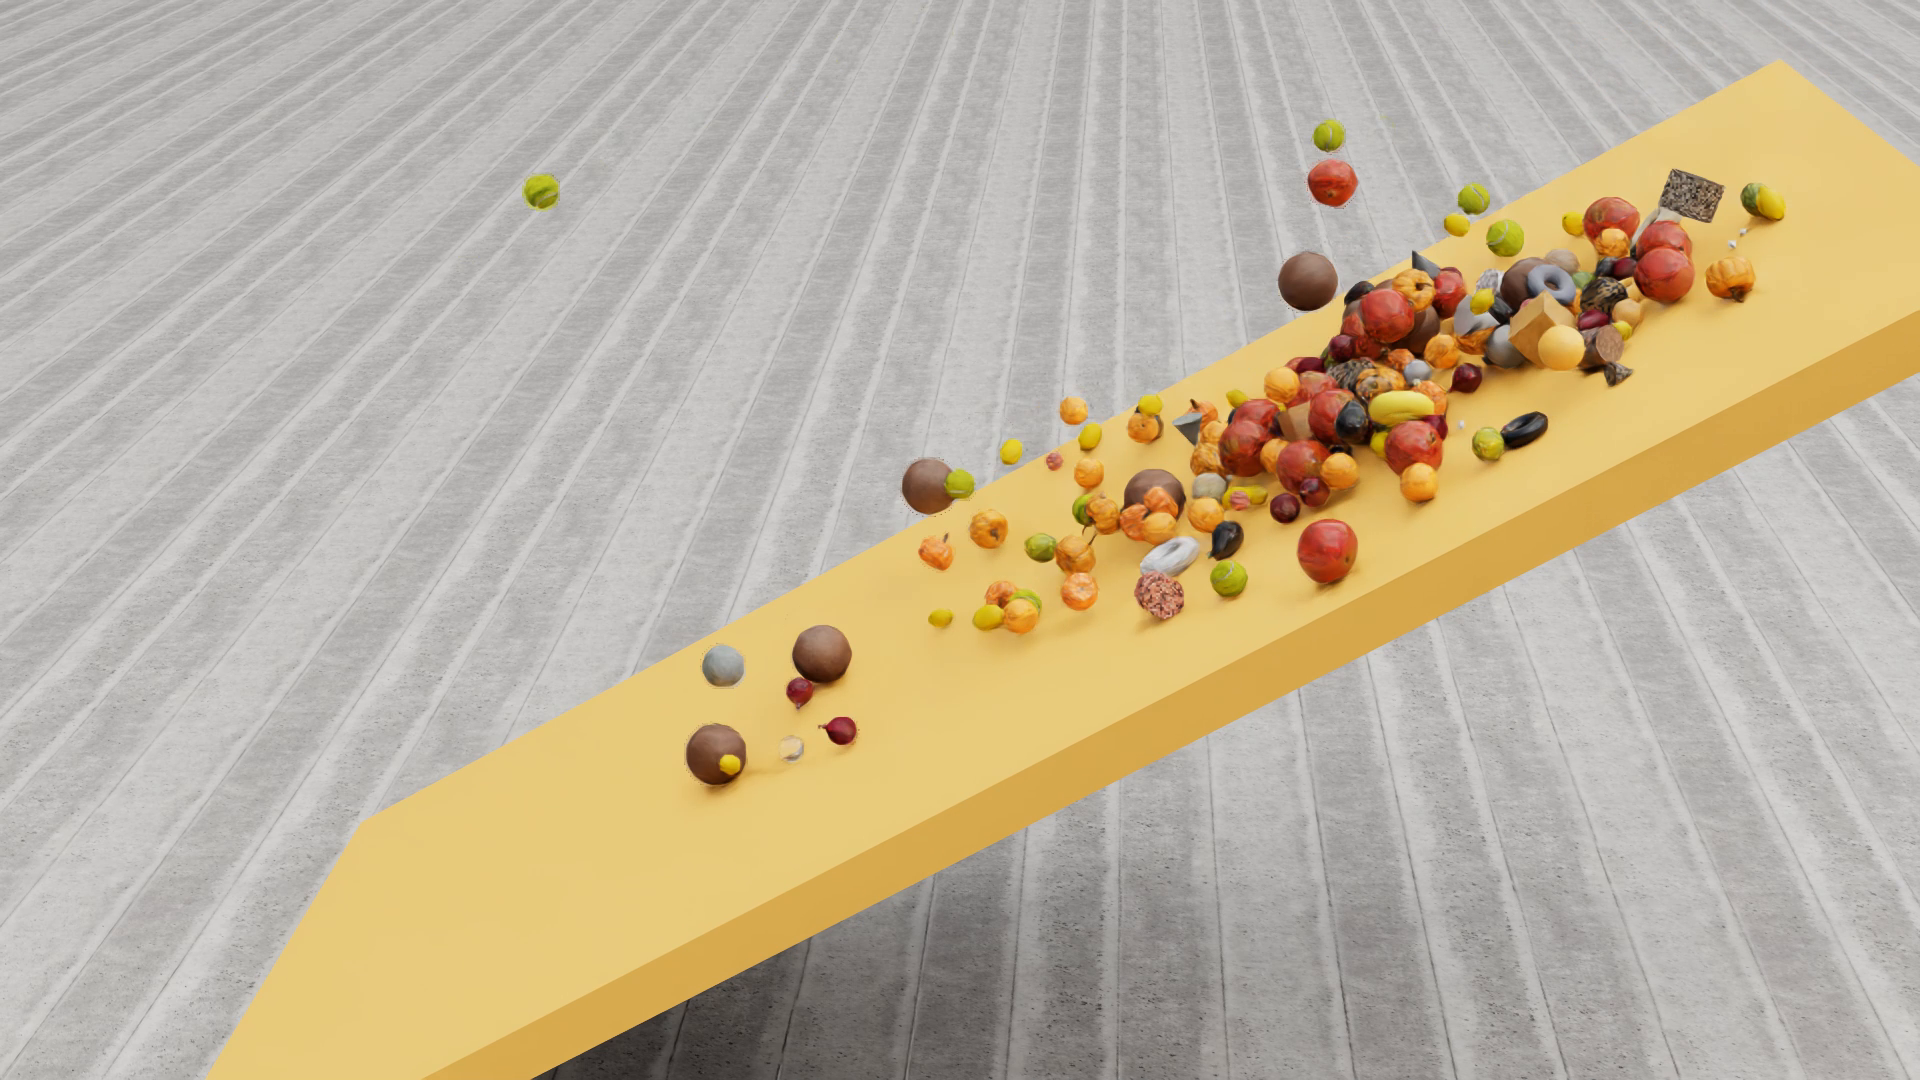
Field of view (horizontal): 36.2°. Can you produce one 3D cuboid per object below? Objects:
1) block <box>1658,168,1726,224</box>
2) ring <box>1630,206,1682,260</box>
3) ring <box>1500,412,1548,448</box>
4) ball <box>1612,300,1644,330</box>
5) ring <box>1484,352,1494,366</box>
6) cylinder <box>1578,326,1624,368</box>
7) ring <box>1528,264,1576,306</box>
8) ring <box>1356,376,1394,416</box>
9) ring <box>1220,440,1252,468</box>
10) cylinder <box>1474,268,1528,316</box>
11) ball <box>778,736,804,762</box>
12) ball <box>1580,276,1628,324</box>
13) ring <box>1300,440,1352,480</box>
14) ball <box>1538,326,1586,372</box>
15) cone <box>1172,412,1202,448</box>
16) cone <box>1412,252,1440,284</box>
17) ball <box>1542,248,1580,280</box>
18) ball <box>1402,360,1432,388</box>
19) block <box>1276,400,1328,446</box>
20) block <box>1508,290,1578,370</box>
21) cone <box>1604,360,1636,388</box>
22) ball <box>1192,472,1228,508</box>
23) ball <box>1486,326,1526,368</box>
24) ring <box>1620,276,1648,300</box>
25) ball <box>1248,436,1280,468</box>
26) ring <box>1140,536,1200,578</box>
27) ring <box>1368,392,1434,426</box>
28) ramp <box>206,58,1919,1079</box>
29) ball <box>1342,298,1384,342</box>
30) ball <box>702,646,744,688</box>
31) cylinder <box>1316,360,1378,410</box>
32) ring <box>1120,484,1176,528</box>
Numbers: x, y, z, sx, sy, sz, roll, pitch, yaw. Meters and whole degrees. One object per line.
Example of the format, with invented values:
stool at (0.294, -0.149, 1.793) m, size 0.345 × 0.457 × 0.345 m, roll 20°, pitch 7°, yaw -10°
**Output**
block at (1.452, -0.683, 5.838) m, size 0.079 × 0.079 × 0.079 m, roll 9°, pitch 17°, yaw -34°
ring at (1.419, -0.630, 6.001) m, size 0.045 × 0.136 × 0.136 m, roll 38°, pitch 19°, yaw -5°
ring at (1.042, -0.204, 5.437) m, size 0.098 × 0.033 × 0.098 m, roll -28°, pitch 14°, yaw 8°
ball at (1.284, -0.433, 5.655) m, size 0.060 × 0.060 × 0.060 m, roll 0°, pitch 19°, yaw 0°
ring at (1.090, -0.380, 5.937) m, size 0.077 × 0.026 × 0.077 m, roll -34°, pitch 14°, yaw 9°
cylinder at (1.203, -0.365, 5.566) m, size 0.073 × 0.073 × 0.073 m, roll -13°, pitch 3°, yaw -35°
ring at (1.176, -0.505, 5.852) m, size 0.103 × 0.034 × 0.103 m, roll 9°, pitch 52°, yaw -12°
ring at (0.815, -0.282, 5.772) m, size 0.080 × 0.080 × 0.027 m, roll -3°, pitch 1°, yaw -10°
ring at (0.597, -0.183, 6.265) m, size 0.094 × 0.031 × 0.094 m, roll -24°, pitch 18°, yaw 8°
cylinder at (1.131, -0.518, 6.137) m, size 0.080 × 0.080 × 0.080 m, roll 15°, pitch 12°, yaw -23°
ball at (-0.349, 0.432, 6.082) m, size 0.056 × 0.056 × 0.056 m, roll 0°, pitch 19°, yaw 0°
ball at (1.260, -0.468, 5.752) m, size 0.093 × 0.093 × 0.093 m, roll 0°, pitch 19°, yaw 0°
ring at (0.734, -0.162, 5.907) m, size 0.116 × 0.039 × 0.116 m, roll -29°, pitch 14°, yaw 8°
ball at (1.118, -0.356, 5.469) m, size 0.087 × 0.087 × 0.087 m, roll 0°, pitch 19°, yaw 0°
cone at (0.489, -0.225, 6.217) m, size 0.067 × 0.067 × 0.067 m, roll -16°, pitch 17°, yaw 5°
cone at (0.975, -0.589, 6.239) m, size 0.067 × 0.067 × 0.067 m, roll -25°, pitch 30°, yaw 15°
ball at (1.254, -0.571, 6.142) m, size 0.078 × 0.078 × 0.078 m, roll 0°, pitch 19°, yaw 0°
ball at (0.940, -0.341, 6.046) m, size 0.059 × 0.059 × 0.059 m, roll 0°, pitch 19°, yaw 0°
block at (0.688, -0.235, 5.908) m, size 0.067 × 0.067 × 0.067 m, roll -19°, pitch -5°, yaw -15°
block at (1.138, -0.410, 5.740) m, size 0.092 × 0.092 × 0.092 m, roll 40°, pitch 33°, yaw -13°
cone at (1.226, -0.310, 5.436) m, size 0.051 × 0.051 × 0.051 m, roll -6°, pitch 19°, yaw -12°
ball at (0.515, -0.103, 6.078) m, size 0.076 × 0.076 × 0.076 m, roll 0°, pitch 19°, yaw 0°
ball at (1.084, -0.383, 5.825) m, size 0.085 × 0.085 × 0.085 m, roll 0°, pitch 19°, yaw 0°
ring at (1.317, -0.488, 5.829) m, size 0.101 × 0.034 × 0.101 m, roll -30°, pitch 14°, yaw 9°
ball at (0.634, -0.184, 6.128) m, size 0.065 × 0.065 × 0.065 m, roll 0°, pitch 19°, yaw 0°
ring at (0.418, 0.038, 5.870) m, size 0.131 × 0.044 × 0.131 m, roll -29°, pitch 15°, yaw 8°
ring at (0.857, -0.254, 5.708) m, size 0.127 × 0.042 × 0.127 m, roll 2°, pitch -17°, yaw 1°
ramp at (0.142, 0.168, 6.285) m, size 4.000 × 0.100 × 2.000 m, roll -28°, pitch 15°, yaw 12°
ball at (0.898, -0.489, 6.552) m, size 0.096 × 0.096 × 0.096 m, roll 0°, pitch 19°, yaw 0°
ball at (-0.502, 0.268, 6.239) m, size 0.091 × 0.091 × 0.091 m, roll 0°, pitch 19°, yaw 0°
cylinder at (0.809, -0.323, 6.129) m, size 0.094 × 0.094 × 0.094 m, roll -7°, pitch 8°, yaw 45°
ring at (0.400, -0.072, 6.276) m, size 0.131 × 0.044 × 0.131 m, roll -29°, pitch 16°, yaw 9°
